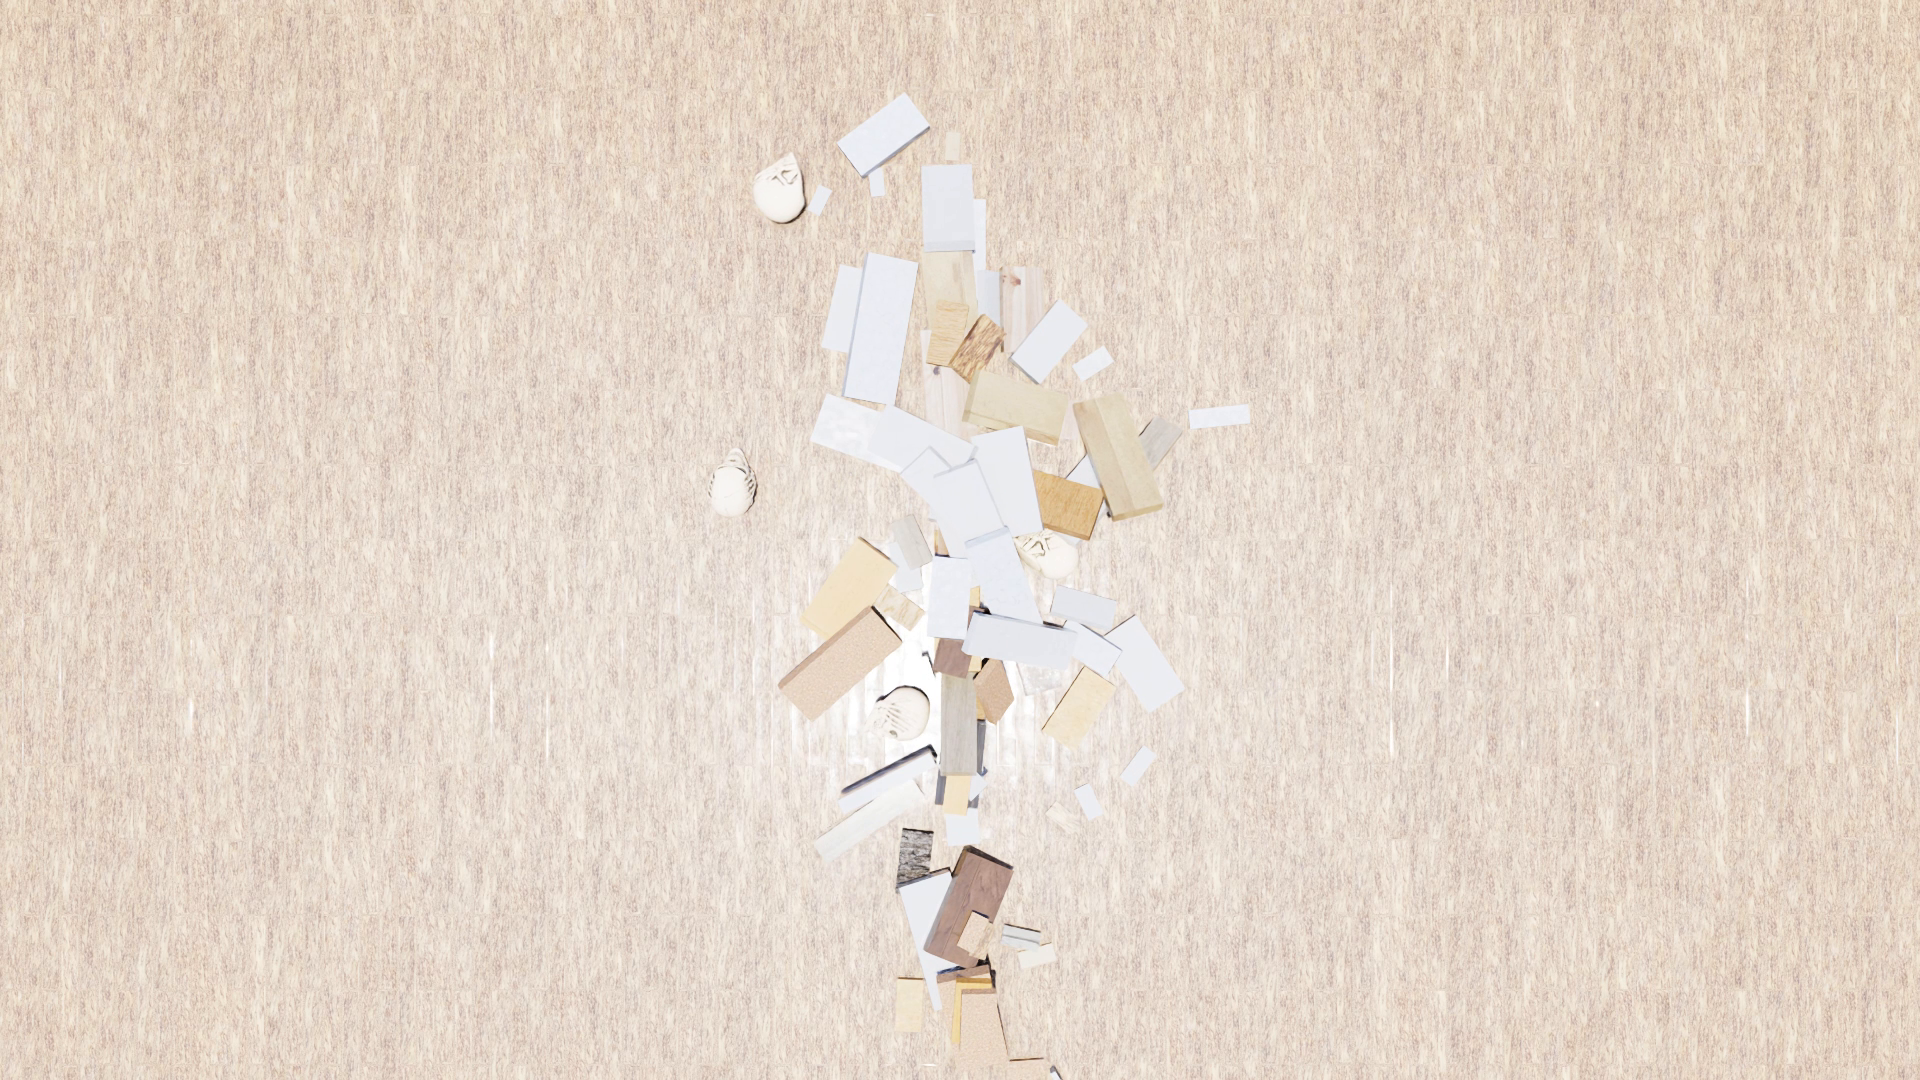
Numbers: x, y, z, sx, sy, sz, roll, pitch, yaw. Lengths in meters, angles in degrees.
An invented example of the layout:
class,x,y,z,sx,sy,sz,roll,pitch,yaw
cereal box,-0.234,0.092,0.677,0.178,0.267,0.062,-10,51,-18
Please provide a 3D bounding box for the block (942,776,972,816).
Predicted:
class,x,y,z,sx,sy,sz,roll,pitch,yaw
block,-0.008,0.800,5.273,0.077,0.022,0.154,6,83,9

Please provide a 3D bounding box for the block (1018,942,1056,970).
class,x,y,z,sx,sy,sz,roll,pitch,yaw
block,0.256,1.385,5.492,0.119,0.017,0.059,-16,90,0

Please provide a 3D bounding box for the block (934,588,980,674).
class,x,y,z,sx,sy,sz,roll,pitch,yaw
block,-0.011,0.281,5.343,0.148,0.042,0.296,-1,79,0

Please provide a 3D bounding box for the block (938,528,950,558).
class,x,y,z,sx,sy,sz,roll,pitch,yaw
block,0.000,0.001,5.428,0.141,0.040,0.283,0,71,0

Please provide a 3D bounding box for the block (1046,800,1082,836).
class,x,y,z,sx,sy,sz,roll,pitch,yaw
block,0.345,0.925,5.492,0.113,0.016,0.056,40,90,0

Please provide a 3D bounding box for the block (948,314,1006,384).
class,x,y,z,sx,sy,sz,roll,pitch,yaw
block,0.057,-0.621,5.368,0.105,0.030,0.210,40,72,-23

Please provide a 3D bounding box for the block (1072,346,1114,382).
class,x,y,z,sx,sy,sz,roll,pitch,yaw
block,0.442,-0.586,5.491,0.126,0.018,0.063,-33,90,0

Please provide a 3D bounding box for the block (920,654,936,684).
class,x,y,z,sx,sy,sz,roll,pitch,yaw
block,-0.105,0.422,5.414,0.024,0.172,0.086,-18,90,0

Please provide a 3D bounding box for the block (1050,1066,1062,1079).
class,x,y,z,sx,sy,sz,roll,pitch,yaw
block,0.339,1.810,5.468,0.018,0.063,0.126,-32,90,0

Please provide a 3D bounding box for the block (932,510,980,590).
class,x,y,z,sx,sy,sz,roll,pitch,yaw
block,0.027,0.012,5.349,0.141,0.040,0.283,-20,82,-4

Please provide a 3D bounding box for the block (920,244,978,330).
class,x,y,z,sx,sy,sz,roll,pitch,yaw
block,-0.030,-0.810,5.422,0.166,0.047,0.332,-5,108,2

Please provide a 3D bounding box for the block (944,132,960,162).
class,x,y,z,sx,sy,sz,roll,pitch,yaw
block,-0.025,-1.310,5.493,0.046,0.013,0.093,4,90,0

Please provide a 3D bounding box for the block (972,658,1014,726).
class,x,y,z,sx,sy,sz,roll,pitch,yaw
block,0.111,0.493,5.382,0.033,0.230,0.115,22,60,31

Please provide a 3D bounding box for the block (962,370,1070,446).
class,x,y,z,sx,sy,sz,roll,pitch,yaw
block,0.183,-0.431,5.398,0.344,0.049,0.172,13,90,-28

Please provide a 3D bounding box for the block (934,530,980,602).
class,x,y,z,sx,sy,sz,roll,pitch,yaw
block,-0.010,0.116,5.435,0.148,0.042,0.296,-1,72,0

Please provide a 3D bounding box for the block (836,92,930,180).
class,x,y,z,sx,sy,sz,roll,pitch,yaw
block,-0.253,-1.341,5.473,0.281,0.040,0.140,-37,84,0

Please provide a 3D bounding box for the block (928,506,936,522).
class,x,y,z,sx,sy,sz,roll,pitch,yaw
block,-0.005,-0.187,5.439,0.141,0.040,0.283,12,75,5

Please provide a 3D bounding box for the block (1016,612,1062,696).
class,x,y,z,sx,sy,sz,roll,pitch,yaw
block,0.242,0.379,5.482,0.128,0.036,0.257,-16,90,0

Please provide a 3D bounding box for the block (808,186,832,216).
class,x,y,z,sx,sy,sz,roll,pitch,yaw
block,-0.467,-1.131,5.493,0.046,0.013,0.093,26,90,0

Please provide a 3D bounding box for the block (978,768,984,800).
class,x,y,z,sx,sy,sz,roll,pitch,yaw
block,0.005,0.710,5.435,0.140,0.040,0.281,0,74,-1

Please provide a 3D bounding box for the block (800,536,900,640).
class,x,y,z,sx,sy,sz,roll,pitch,yaw
block,-0.366,0.176,5.455,0.169,0.048,0.338,36,97,1

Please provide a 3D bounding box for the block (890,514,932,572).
class,x,y,z,sx,sy,sz,roll,pitch,yaw
block,-0.160,0.009,5.462,0.085,0.024,0.169,-24,82,-2

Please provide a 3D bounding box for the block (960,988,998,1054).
class,x,y,z,sx,sy,sz,roll,pitch,yaw
block,0.058,1.558,5.339,0.113,0.032,0.227,0,109,-4

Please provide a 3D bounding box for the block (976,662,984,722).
class,x,y,z,sx,sy,sz,roll,pitch,yaw
block,0.011,0.547,5.441,0.140,0.040,0.281,0,74,-1

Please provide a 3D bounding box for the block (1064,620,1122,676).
class,x,y,z,sx,sy,sz,roll,pitch,yaw
block,0.424,0.353,5.456,0.206,0.029,0.103,33,103,11

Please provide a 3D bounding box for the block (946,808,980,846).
class,x,y,z,sx,sy,sz,roll,pitch,yaw
block,0.005,0.905,5.485,0.107,0.030,0.213,-5,90,0

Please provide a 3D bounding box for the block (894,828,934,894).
class,x,y,z,sx,sy,sz,roll,pitch,yaw
block,-0.152,1.073,5.485,0.107,0.030,0.213,7,90,0

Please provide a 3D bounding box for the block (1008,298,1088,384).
class,x,y,z,sx,sy,sz,roll,pitch,yaw
block,0.291,-0.654,5.446,0.131,0.037,0.261,41,79,-12

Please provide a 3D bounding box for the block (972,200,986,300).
class,x,y,z,sx,sy,sz,roll,pitch,yaw
block,0.001,-0.960,5.476,0.166,0.047,0.332,0,90,0

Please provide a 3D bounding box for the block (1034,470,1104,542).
class,x,y,z,sx,sy,sz,roll,pitch,yaw
block,0.288,-0.125,5.368,0.332,0.047,0.166,17,71,11

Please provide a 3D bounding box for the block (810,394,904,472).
class,x,y,z,sx,sy,sz,roll,pitch,yaw
block,-0.311,-0.351,5.476,0.334,0.047,0.167,20,90,0

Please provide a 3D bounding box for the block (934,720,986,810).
class,x,y,z,sx,sy,sz,roll,pitch,yaw
block,0.002,0.724,5.348,0.140,0.040,0.281,6,74,1

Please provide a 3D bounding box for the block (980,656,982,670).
class,x,y,z,sx,sy,sz,roll,pitch,yaw
block,-0.006,0.286,5.423,0.148,0.042,0.296,-1,67,0

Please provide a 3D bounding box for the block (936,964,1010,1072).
class,x,y,z,sx,sy,sz,roll,pitch,yaw
block,0.042,1.573,5.419,0.174,0.049,0.348,-12,109,0

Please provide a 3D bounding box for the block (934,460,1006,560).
class,x,y,z,sx,sy,sz,roll,pitch,yaw
block,0.039,-0.097,5.240,0.147,0.042,0.293,-20,109,10

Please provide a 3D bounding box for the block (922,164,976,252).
class,x,y,z,sx,sy,sz,roll,pitch,yaw
block,-0.039,-1.087,5.393,0.166,0.047,0.332,-2,58,0

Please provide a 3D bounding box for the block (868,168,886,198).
class,x,y,z,sx,sy,sz,roll,pitch,yaw
block,-0.277,-1.190,5.493,0.046,0.013,0.093,-6,90,0
